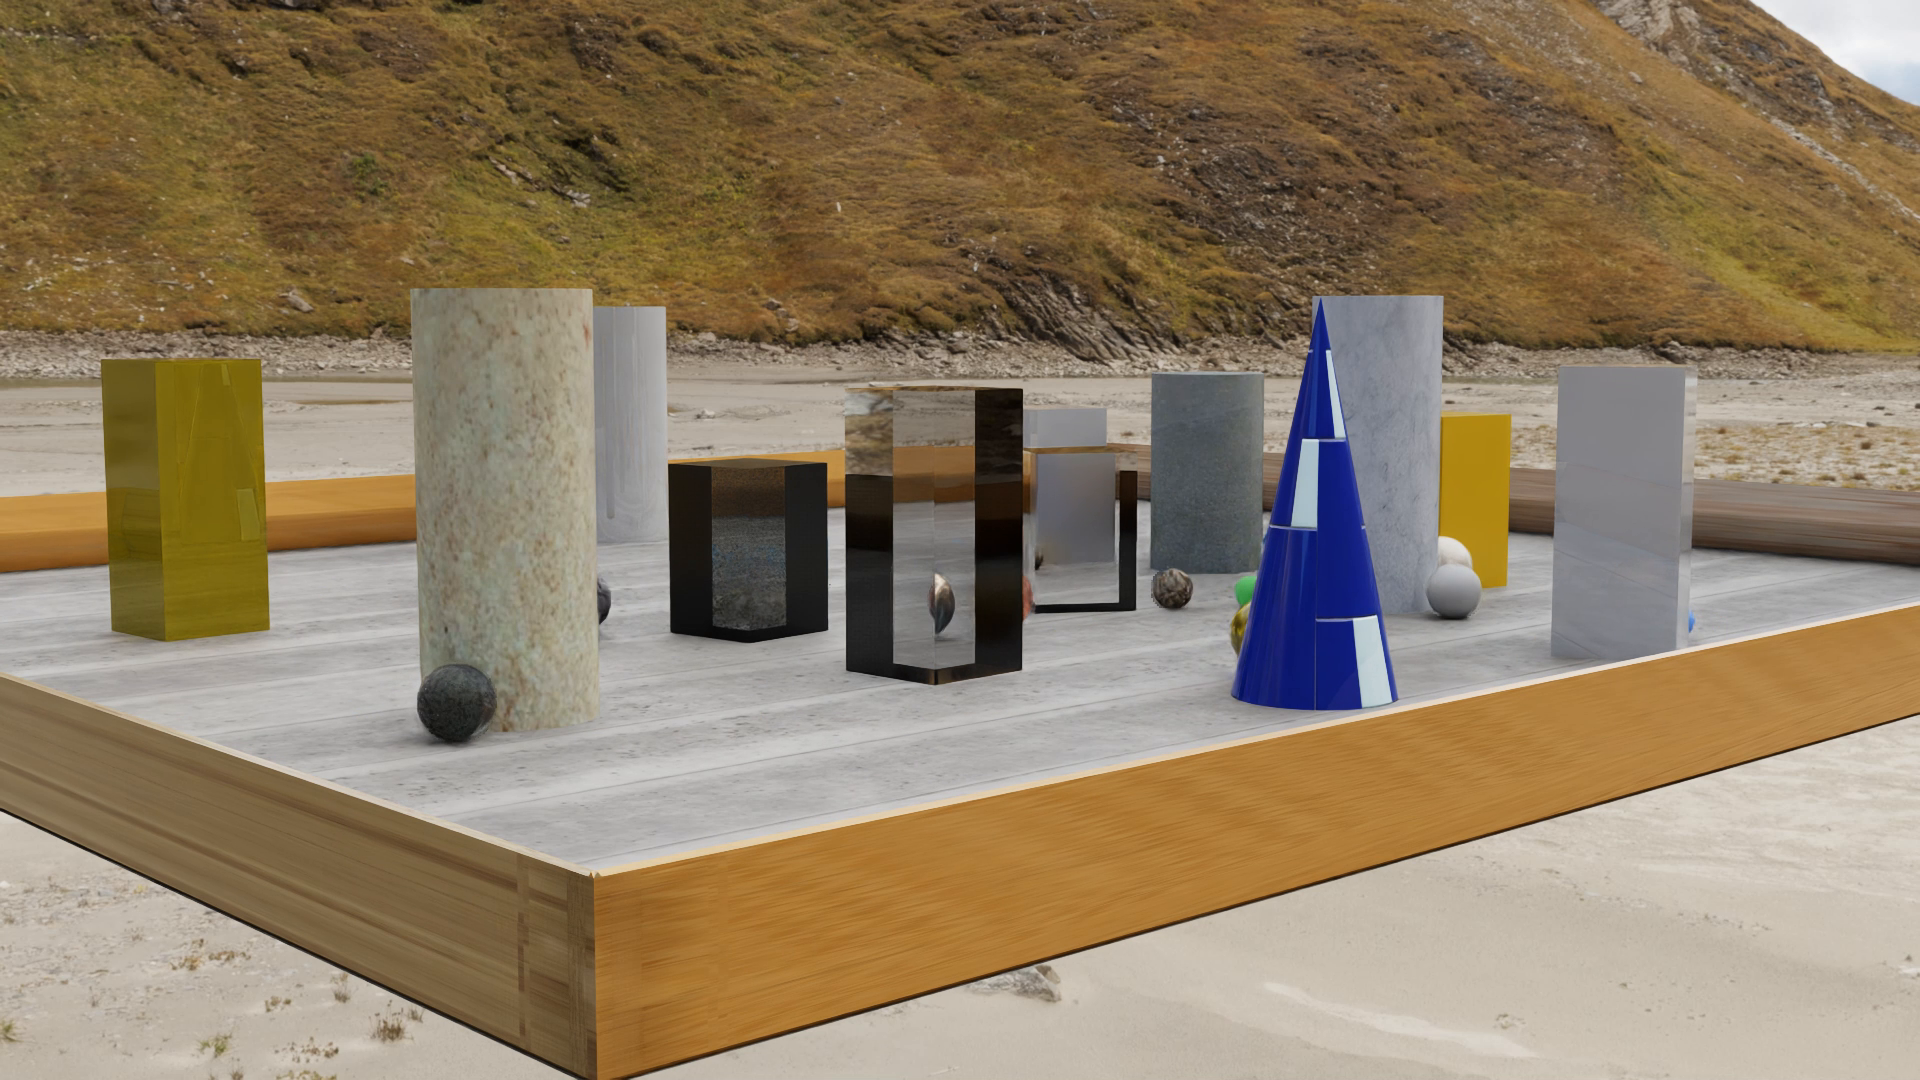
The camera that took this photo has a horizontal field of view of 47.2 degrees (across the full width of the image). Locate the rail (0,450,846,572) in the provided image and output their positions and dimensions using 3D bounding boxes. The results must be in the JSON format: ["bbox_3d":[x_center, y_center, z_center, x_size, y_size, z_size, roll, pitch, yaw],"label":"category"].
[{"bbox_3d":[-0.931,-0.073,4.335,3.141,0.125,0.045,-6,8,-42],"label":"rail"}]

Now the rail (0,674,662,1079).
[{"bbox_3d":[-1.137,0.142,2.289,0.045,0.125,2.792,-6,8,-42],"label":"rail"}]

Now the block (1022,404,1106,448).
[{"bbox_3d":[0.159,-0.106,3.970,0.154,0.268,0.154,-3,7,-26],"label":"block"}]

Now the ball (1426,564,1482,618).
[{"bbox_3d":[0.713,0.073,3.174,0.079,0.079,0.079,0,6,0],"label":"ball"}]

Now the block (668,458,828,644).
[{"bbox_3d":[-0.291,0.011,3.031,0.154,0.234,0.154,5,8,39],"label":"block"}]

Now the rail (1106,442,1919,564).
[{"bbox_3d":[1.137,-0.077,4.375,0.045,0.125,2.792,-6,8,-42],"label":"rail"}]

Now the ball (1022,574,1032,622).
[{"bbox_3d":[0.053,0.080,3.040,0.094,0.094,0.094,0,6,0],"label":"ball"}]

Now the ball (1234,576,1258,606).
[{"bbox_3d":[0.434,0.077,3.279,0.049,0.049,0.049,0,6,0],"label":"ball"}]

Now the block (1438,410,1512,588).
[{"bbox_3d":[0.775,-0.066,3.551,0.154,0.276,0.154,-4,7,-34],"label":"block"}]

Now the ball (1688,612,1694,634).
[{"bbox_3d":[0.972,0.110,2.982,0.046,0.046,0.046,0,6,0],"label":"ball"}]

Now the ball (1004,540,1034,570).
[{"bbox_3d":[0.101,0.025,3.760,0.052,0.052,0.052,0,6,0],"label":"ball"}]

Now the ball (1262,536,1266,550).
[{"bbox_3d":[0.541,0.014,3.607,0.089,0.089,0.089,0,6,0],"label":"ball"}]

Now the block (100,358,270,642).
[{"bbox_3d":[-1.069,-0.061,3.037,0.154,0.376,0.154,6,8,43],"label":"block"}]

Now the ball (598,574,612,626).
[{"bbox_3d":[-0.526,0.082,3.018,0.093,0.093,0.093,0,6,0],"label":"ball"}]

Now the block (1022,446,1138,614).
[{"bbox_3d":[0.170,-0.018,3.299,0.154,0.235,0.154,-1,6,-11],"label":"block"}]

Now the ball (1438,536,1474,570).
[{"bbox_3d":[0.747,0.041,3.407,0.094,0.094,0.094,0,6,0],"label":"ball"}]

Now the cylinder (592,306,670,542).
[{"bbox_3d":[-0.665,-0.228,4.275,0.192,0.448,0.192,0,6,0],"label":"cylinder"}]

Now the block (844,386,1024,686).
[{"bbox_3d":[-0.032,-0.012,2.698,0.154,0.348,0.154,6,8,44],"label":"block"}]

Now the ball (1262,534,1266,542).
[{"bbox_3d":[0.566,0.006,3.922,0.056,0.056,0.056,0,6,0],"label":"ball"}]

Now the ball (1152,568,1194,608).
[{"bbox_3d":[0.317,0.073,3.271,0.060,0.060,0.060,0,6,0],"label":"ball"}]

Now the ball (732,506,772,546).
[{"bbox_3d":[-0.391,-0.027,4.142,0.075,0.075,0.075,0,6,0],"label":"ball"}]

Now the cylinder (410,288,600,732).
[{"bbox_3d":[-0.493,-0.039,2.391,0.192,0.465,0.192,0,6,0],"label":"cylinder"}]

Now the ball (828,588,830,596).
[{"bbox_3d":[-0.218,0.078,3.285,0.046,0.046,0.046,0,6,0],"label":"ball"}]

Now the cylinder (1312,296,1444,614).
[{"bbox_3d":[0.621,-0.132,3.292,0.192,0.463,0.192,0,6,0],"label":"cylinder"}]

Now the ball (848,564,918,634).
[{"bbox_3d":[-0.106,0.081,3.021,0.096,0.096,0.096,0,6,0],"label":"ball"}]

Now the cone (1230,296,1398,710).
[{"bbox_3d":[0.409,-0.049,2.518,0.192,0.459,0.192,0,6,0],"label":"cone"}]

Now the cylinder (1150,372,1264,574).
[{"bbox_3d":[0.424,-0.119,3.780,0.192,0.335,0.192,0,6,0],"label":"cylinder"}]

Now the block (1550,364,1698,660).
[{"bbox_3d":[0.861,-0.040,2.849,0.154,0.372,0.154,3,7,24],"label":"block"}]

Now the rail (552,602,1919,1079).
[{"bbox_3d":[0.931,0.138,2.329,3.141,0.125,0.045,-6,8,-42],"label":"rail"}]

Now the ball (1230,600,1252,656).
[{"bbox_3d":[0.378,0.116,2.716,0.090,0.090,0.090,0,6,0],"label":"ball"}]

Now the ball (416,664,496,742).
[{"bbox_3d":[-0.520,0.168,2.271,0.080,0.080,0.080,0,6,0],"label":"ball"}]
